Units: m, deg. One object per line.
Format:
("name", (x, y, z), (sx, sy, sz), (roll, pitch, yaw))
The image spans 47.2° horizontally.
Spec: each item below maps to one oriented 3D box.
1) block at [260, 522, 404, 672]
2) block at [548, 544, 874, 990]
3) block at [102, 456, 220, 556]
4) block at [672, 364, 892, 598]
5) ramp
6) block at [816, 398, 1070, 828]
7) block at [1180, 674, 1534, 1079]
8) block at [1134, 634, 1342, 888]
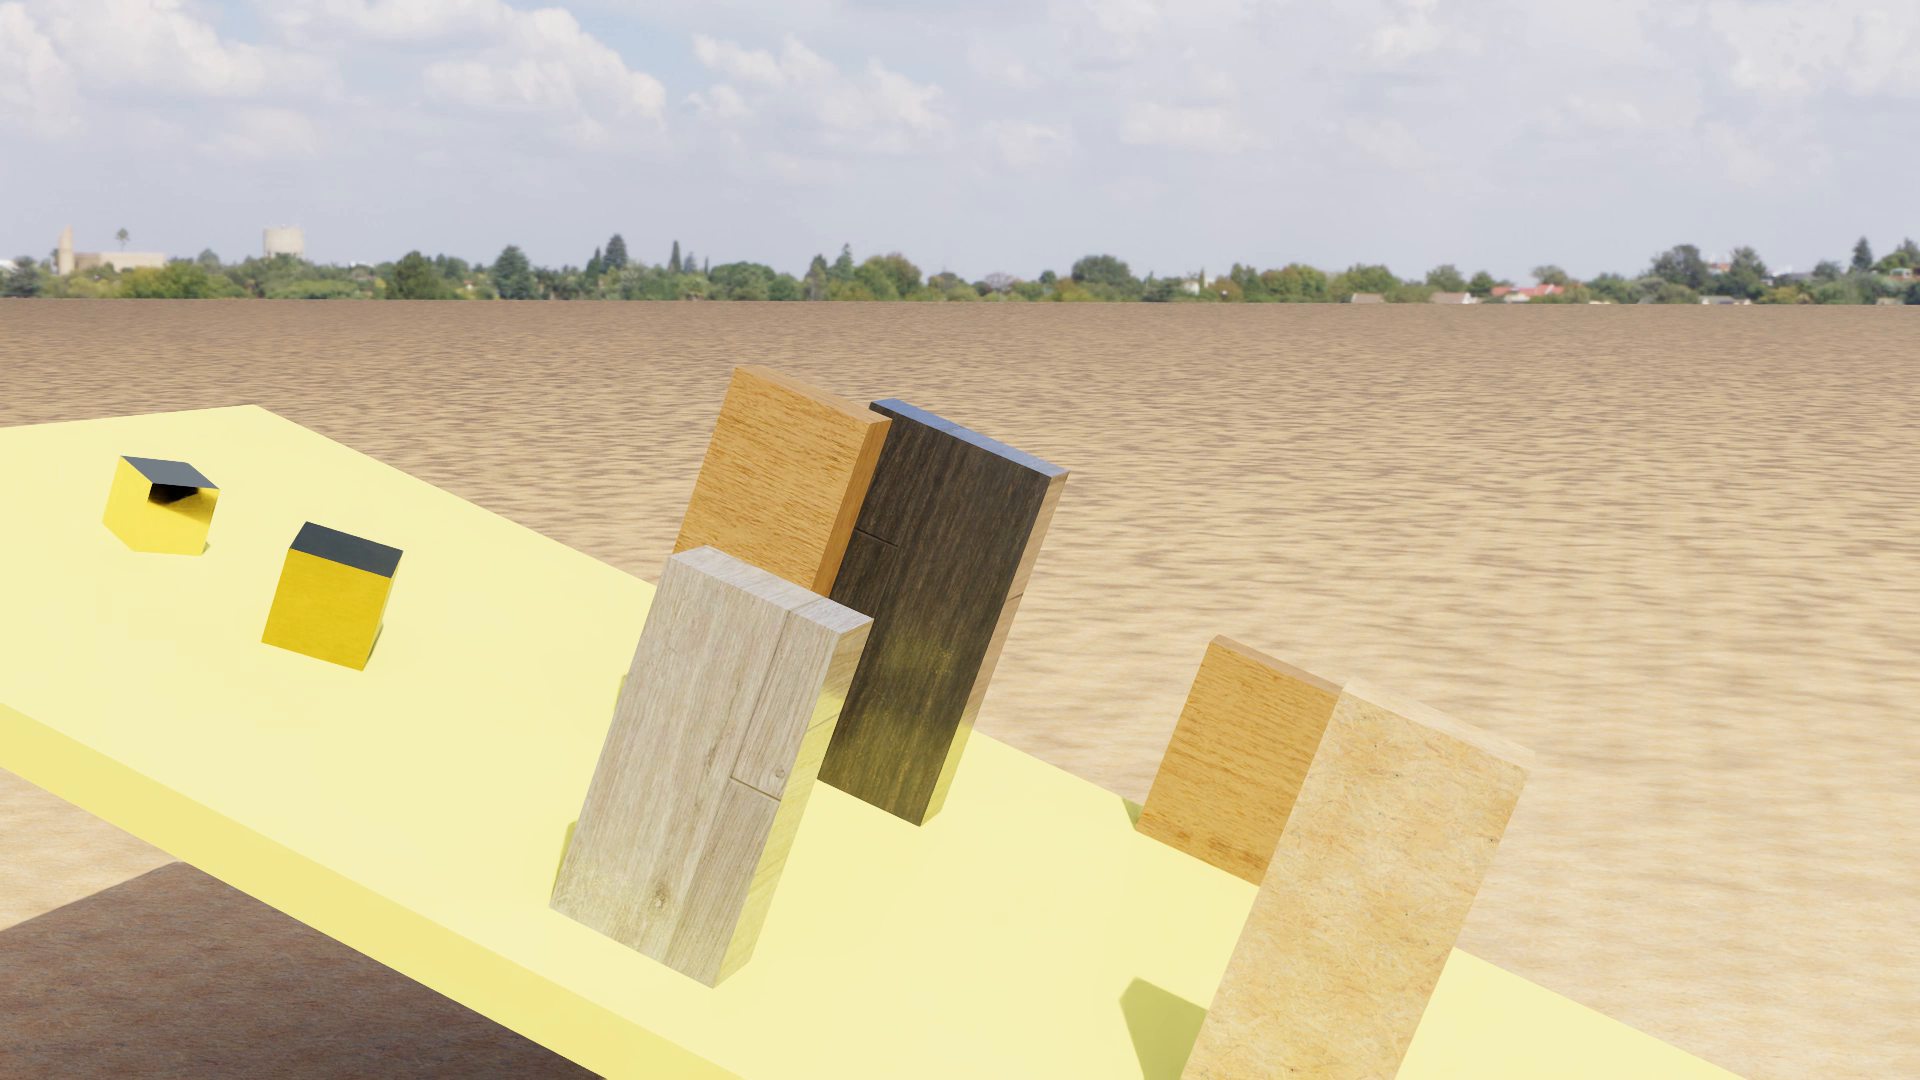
("block", (-1.194, 0.106, 4.192), (0.192, 0.192, 0.192), (18, 13, -12))
("block", (-0.392, 0.352, 3.443), (0.300, 0.607, 0.148), (23, 13, 13))
("block", (-1.599, -0.068, 4.400), (0.146, 0.146, 0.146), (31, 16, 39))
("block", (-0.401, 0.088, 4.142), (0.278, 0.783, 0.127), (23, 13, 13))
("ramp", (-0.323, 0.584, 4.205), (4.000, 0.100, 2.000), (23, 13, 13))
("block", (-0.107, 0.143, 4.426), (0.394, 0.759, 0.140), (23, 13, 13))
("block", (0.603, 0.630, 3.447), (0.300, 0.770, 0.141), (23, 13, 13))
("block", (0.633, 0.491, 4.809), (0.348, 0.460, 0.105), (23, 13, 13))
